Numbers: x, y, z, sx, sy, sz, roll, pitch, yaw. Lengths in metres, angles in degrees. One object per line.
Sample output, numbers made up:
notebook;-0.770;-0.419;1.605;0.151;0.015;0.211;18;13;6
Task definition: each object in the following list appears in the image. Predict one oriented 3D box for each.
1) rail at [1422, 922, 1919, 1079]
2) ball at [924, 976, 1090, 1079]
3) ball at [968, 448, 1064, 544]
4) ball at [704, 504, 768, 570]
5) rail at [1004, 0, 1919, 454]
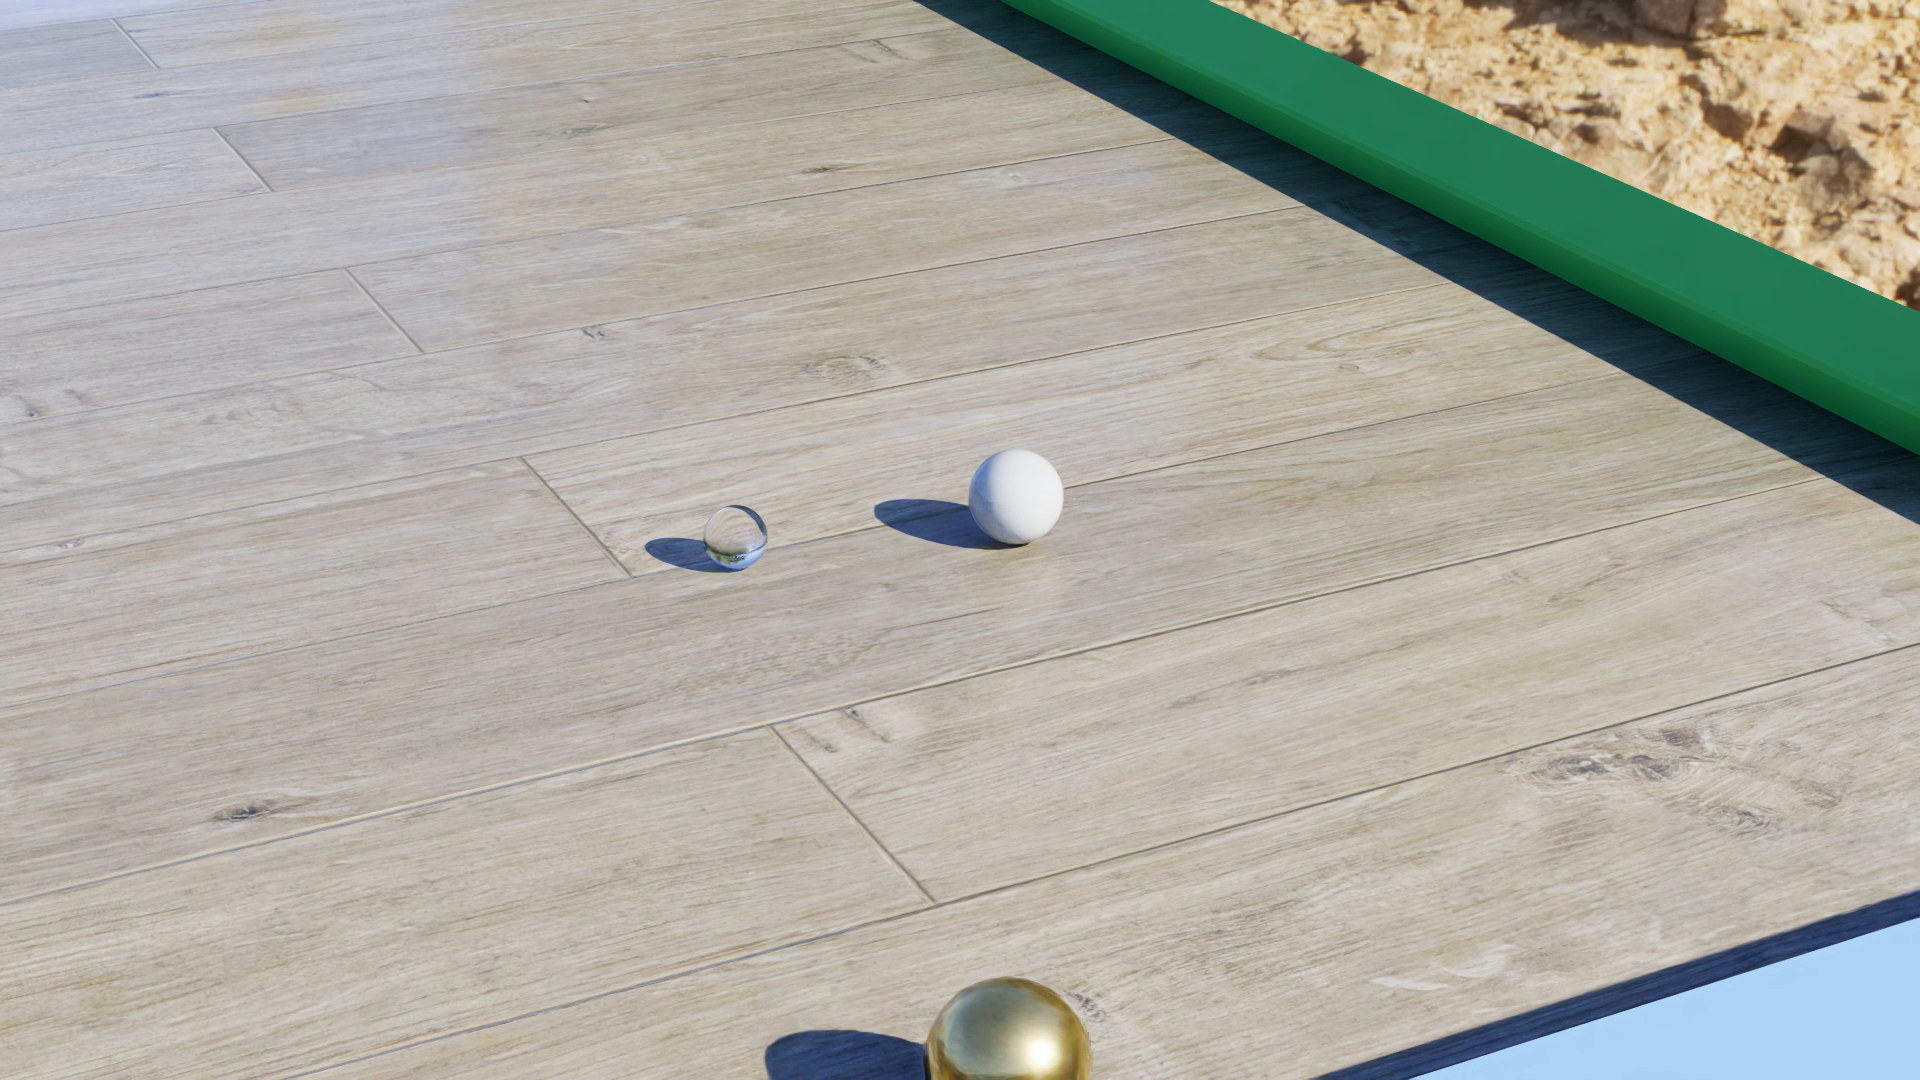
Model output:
rail;0.343;0.267;1.486;1.580;0.112;0.045;-12;27;-24
ball;0.024;0.268;1.515;0.086;0.086;0.086;0;25;0
ball;0.041;-0.032;2.181;0.071;0.071;0.071;0;25;0
ball;-0.164;-0.002;2.145;0.047;0.047;0.047;0;25;0
rail;0.331;-0.462;3.057;0.045;0.112;3.154;-12;27;-24
